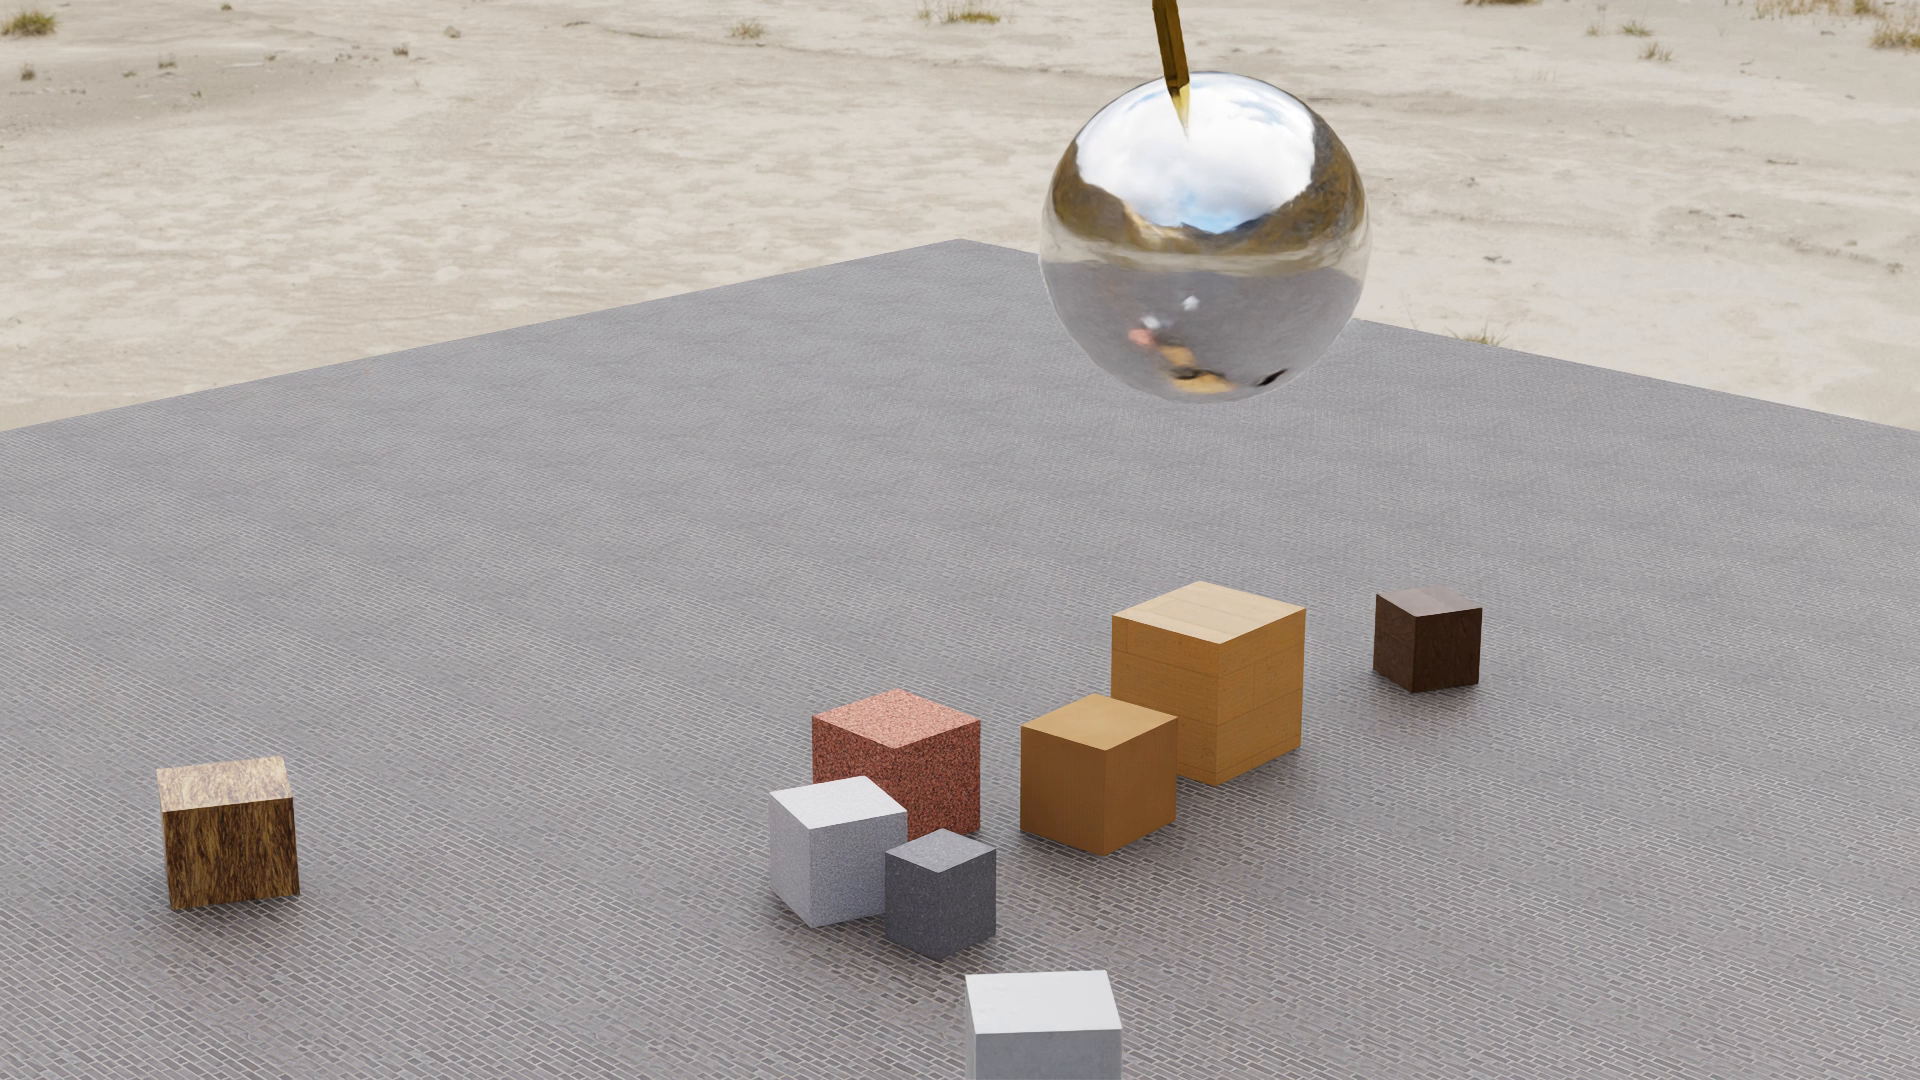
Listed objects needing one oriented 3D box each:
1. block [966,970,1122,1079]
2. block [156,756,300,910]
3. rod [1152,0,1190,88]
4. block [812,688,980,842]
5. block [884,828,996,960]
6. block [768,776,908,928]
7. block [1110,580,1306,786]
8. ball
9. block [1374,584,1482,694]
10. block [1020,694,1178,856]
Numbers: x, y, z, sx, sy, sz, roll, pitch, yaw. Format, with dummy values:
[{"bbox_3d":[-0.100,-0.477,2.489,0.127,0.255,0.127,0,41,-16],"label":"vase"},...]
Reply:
[{"bbox_3d":[0.308,1.995,11.062,0.541,0.561,0.490,-1,17,-4],"label":"block"},{"bbox_3d":[-3.331,1.326,13.338,0.564,0.473,0.527,-5,18,-17],"label":"block"},{"bbox_3d":[0.511,-4.367,12.505,0.080,5.200,0.080,17,40,42],"label":"rod"},{"bbox_3d":[-0.302,1.103,13.909,0.547,0.555,0.580,-16,23,-41],"label":"block"},{"bbox_3d":[-0.084,1.539,12.766,0.324,0.409,0.360,16,23,41],"label":"block"},{"bbox_3d":[-0.545,1.391,13.135,0.471,0.471,0.466,-8,19,-24],"label":"block"},{"bbox_3d":[1.252,0.713,14.832,0.667,0.745,0.729,15,23,39],"label":"block"},{"bbox_3d":[1.180,-1.452,14.123,1.600,1.600,1.600,0,17,0],"label":"ball"},{"bbox_3d":[2.536,0.535,15.917,0.413,0.435,0.418,-7,19,-21],"label":"block"},{"bbox_3d":[0.660,1.109,13.935,0.502,0.529,0.566,14,22,38],"label":"block"}]
